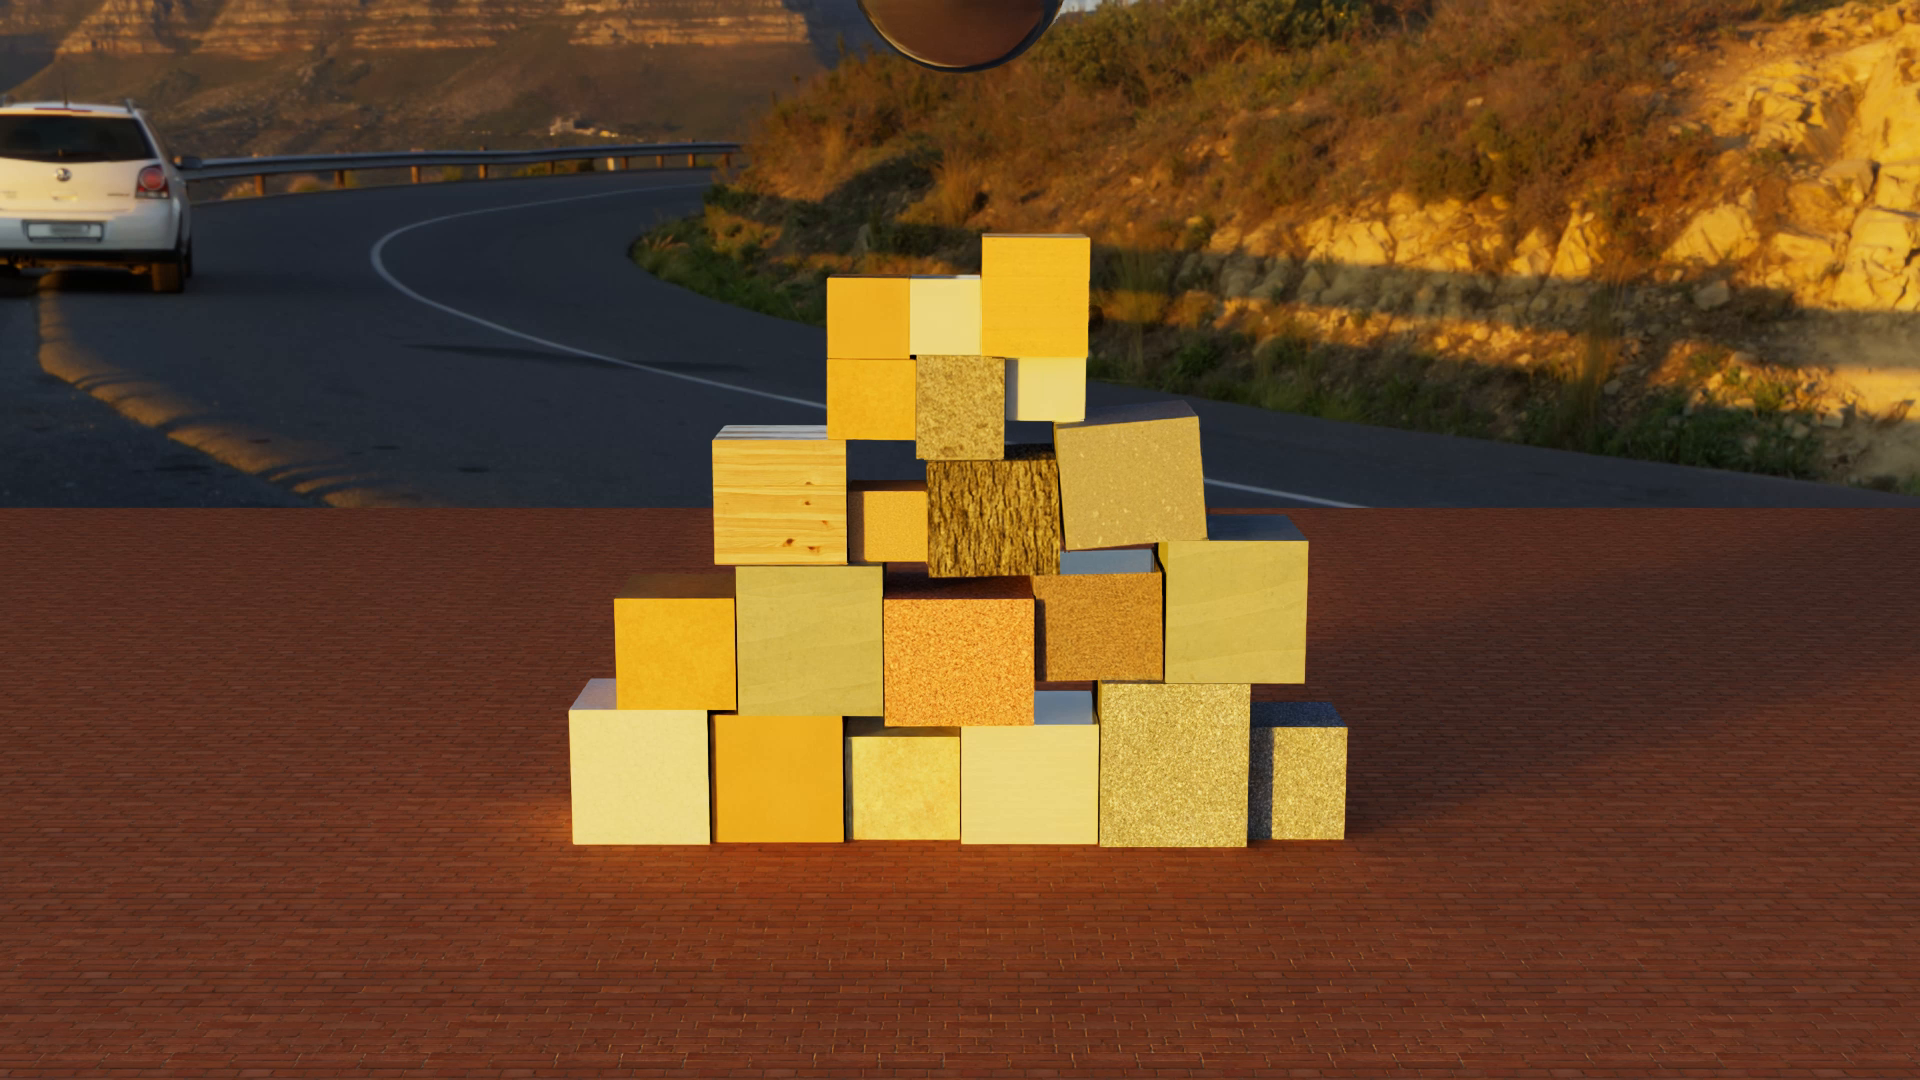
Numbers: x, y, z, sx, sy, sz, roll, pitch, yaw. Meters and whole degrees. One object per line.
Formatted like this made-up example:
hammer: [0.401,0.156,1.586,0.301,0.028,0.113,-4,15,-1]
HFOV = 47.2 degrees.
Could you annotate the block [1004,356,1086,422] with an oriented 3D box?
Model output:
block: [0.420,-0.785,11.054,0.401,0.328,0.357,1,10,0]

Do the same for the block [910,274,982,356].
block: [-0.070,-1.127,10.974,0.354,0.369,0.382,1,10,0]

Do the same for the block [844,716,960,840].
block: [-0.291,1.208,11.418,0.578,0.538,0.568,0,10,0]

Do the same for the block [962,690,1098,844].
block: [0.351,1.169,11.400,0.687,0.621,0.692,0,10,0]

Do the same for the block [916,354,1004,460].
block: [0.002,-0.690,11.036,0.433,0.511,0.425,0,10,0]

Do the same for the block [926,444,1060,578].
block: [0.166,-0.158,11.167,0.649,0.575,0.608,-1,10,0]

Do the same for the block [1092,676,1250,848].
block: [1.073,1.063,11.363,0.738,0.843,0.756,0,10,0]

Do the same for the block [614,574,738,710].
block: [-1.416,0.513,11.254,0.594,0.567,0.635,0,10,0]

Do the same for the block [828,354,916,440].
block: [-0.434,-0.730,11.039,0.439,0.395,0.441,1,10,0]

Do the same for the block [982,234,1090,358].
block: [0.367,-1.225,10.948,0.519,0.575,0.518,0,10,0]

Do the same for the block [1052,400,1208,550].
block: [0.842,-0.339,11.101,0.692,0.603,0.714,-5,10,1]

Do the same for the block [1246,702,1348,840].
block: [1.703,1.188,11.389,0.501,0.588,0.514,0,10,0]

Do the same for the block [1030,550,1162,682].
block: [0.690,0.378,11.262,0.635,0.540,0.631,-2,10,0]

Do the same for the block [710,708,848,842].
block: [-0.923,1.148,11.394,0.664,0.664,0.631,0,10,0]

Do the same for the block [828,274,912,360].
block: [-0.450,-1.118,10.967,0.404,0.394,0.342,1,10,0]

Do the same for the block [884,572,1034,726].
block: [-0.004,0.548,11.278,0.744,0.646,0.717,0,10,0]

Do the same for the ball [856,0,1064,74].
ball: [0.000,-4.139,15.667,1.600,1.600,1.600,0,10,0]

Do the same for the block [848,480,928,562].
block: [-0.361,-0.100,11.155,0.401,0.355,0.365,0,10,0]

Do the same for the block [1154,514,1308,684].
block: [1.369,0.290,11.250,0.688,0.718,0.772,0,10,0]

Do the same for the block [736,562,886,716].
block: [-0.747,0.446,11.274,0.724,0.762,0.678,0,10,0]

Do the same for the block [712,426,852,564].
block: [-0.890,-0.236,11.155,0.656,0.622,0.575,0,10,0]

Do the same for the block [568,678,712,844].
block: [-1.609,1.135,11.371,0.689,0.698,0.660,0,10,0]
